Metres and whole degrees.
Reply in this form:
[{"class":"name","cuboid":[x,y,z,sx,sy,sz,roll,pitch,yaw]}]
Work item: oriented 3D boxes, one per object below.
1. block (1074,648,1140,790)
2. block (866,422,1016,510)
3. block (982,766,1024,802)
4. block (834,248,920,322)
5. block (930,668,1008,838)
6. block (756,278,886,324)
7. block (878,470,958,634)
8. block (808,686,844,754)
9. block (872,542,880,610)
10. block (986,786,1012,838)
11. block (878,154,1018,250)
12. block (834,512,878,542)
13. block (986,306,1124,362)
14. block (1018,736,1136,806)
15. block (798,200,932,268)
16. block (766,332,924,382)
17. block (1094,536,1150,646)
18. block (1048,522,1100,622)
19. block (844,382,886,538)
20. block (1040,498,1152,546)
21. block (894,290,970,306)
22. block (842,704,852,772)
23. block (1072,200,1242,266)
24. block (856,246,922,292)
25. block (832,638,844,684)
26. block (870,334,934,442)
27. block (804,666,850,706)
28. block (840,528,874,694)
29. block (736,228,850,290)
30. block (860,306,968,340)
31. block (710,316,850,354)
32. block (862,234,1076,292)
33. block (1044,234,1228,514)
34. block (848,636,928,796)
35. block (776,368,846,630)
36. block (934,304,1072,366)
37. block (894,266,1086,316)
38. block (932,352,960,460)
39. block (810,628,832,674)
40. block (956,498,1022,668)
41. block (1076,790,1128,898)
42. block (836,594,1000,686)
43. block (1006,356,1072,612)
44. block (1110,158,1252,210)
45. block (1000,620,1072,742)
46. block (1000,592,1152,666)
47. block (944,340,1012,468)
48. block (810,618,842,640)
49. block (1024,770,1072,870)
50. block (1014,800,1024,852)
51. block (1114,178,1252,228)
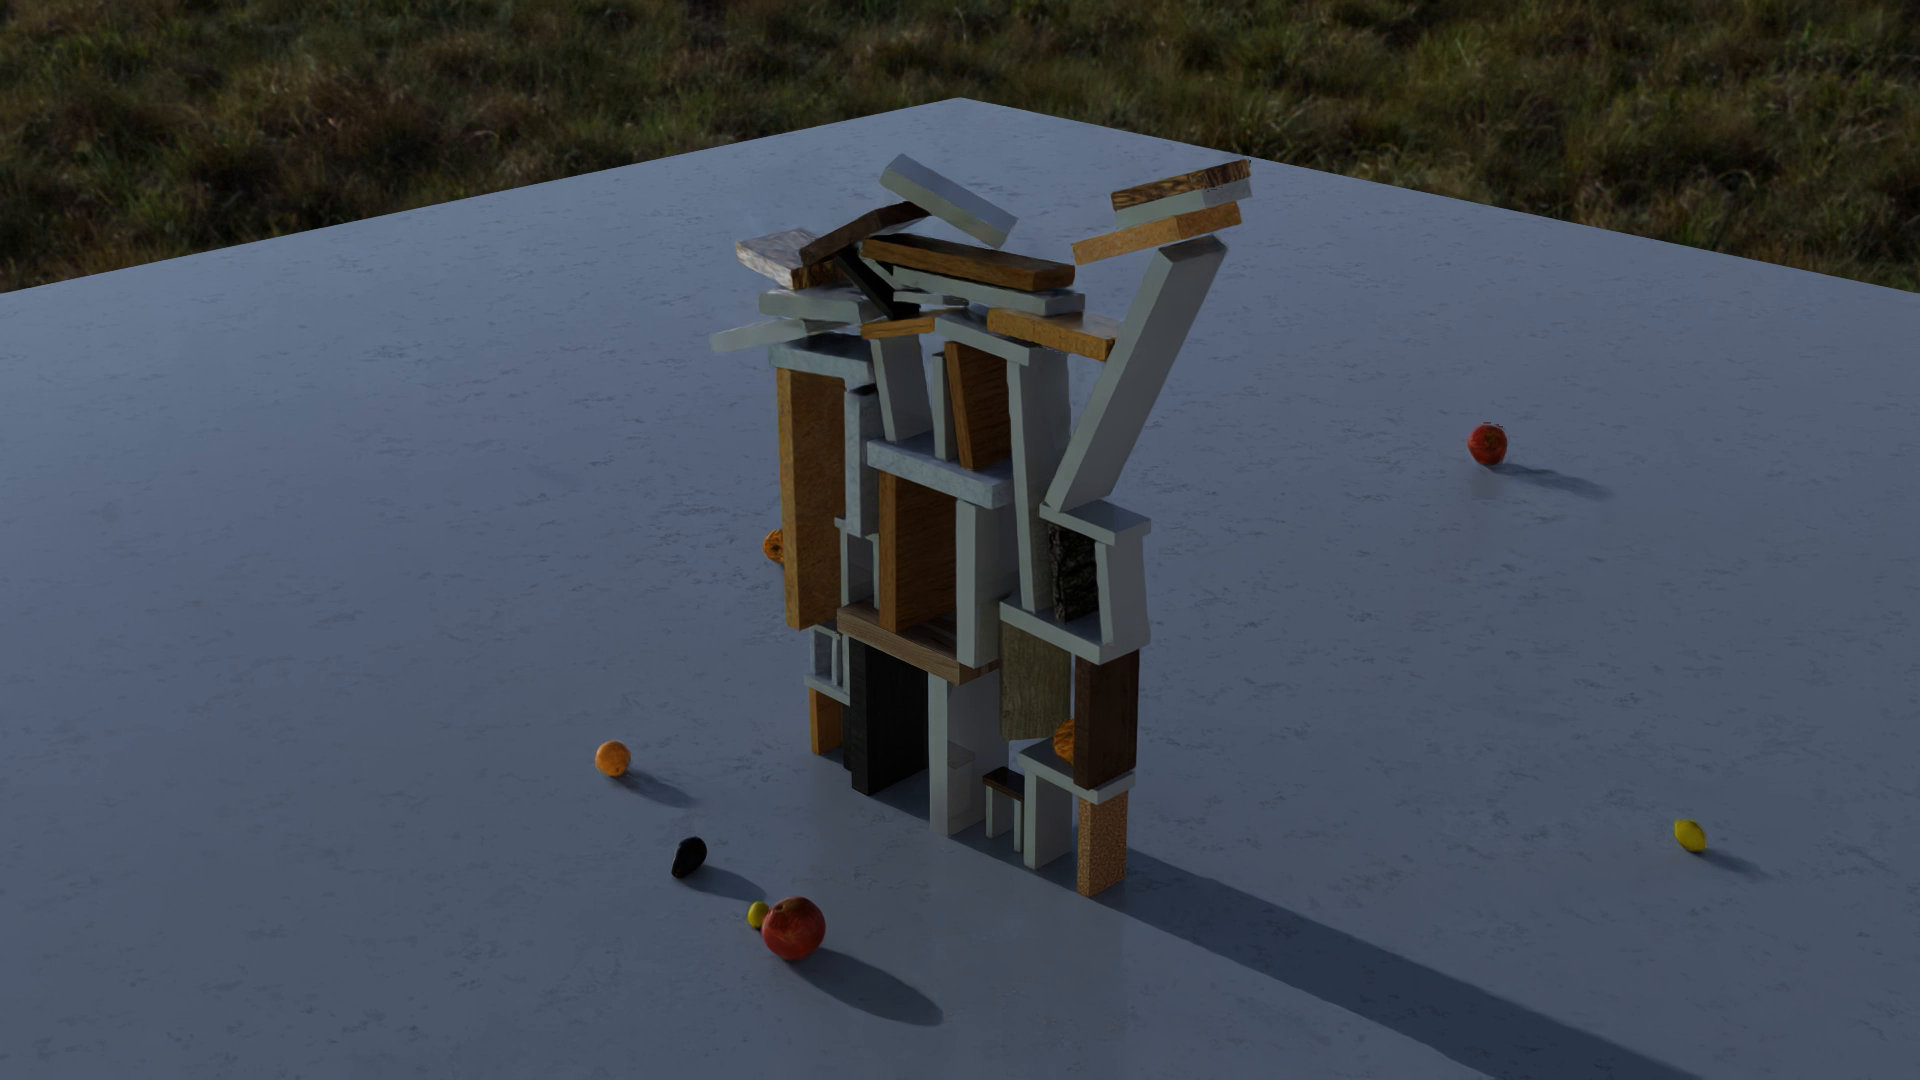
[{"class":"block","cuboid":[0.270,0.318,4.062,0.132,0.265,0.037,-20,30,-39]},{"class":"block","cuboid":[-0.001,-0.144,4.162,0.334,0.047,0.167,21,31,41]},{"class":"block","cuboid":[0.105,0.480,4.314,0.115,0.016,0.058,21,31,41]},{"class":"block","cuboid":[-0.157,-0.486,4.167,0.068,0.019,0.178,-22,59,-39]},{"class":"block","cuboid":[0.019,0.400,4.372,0.174,0.348,0.049,-21,31,-41]},{"class":"block","cuboid":[-0.243,-0.470,4.280,0.294,0.042,0.147,11,27,44]},{"class":"block","cuboid":[-0.082,0.001,4.312,0.167,0.334,0.047,-21,32,-41]},{"class":"block","cuboid":[-0.283,0.373,4.685,0.022,0.153,0.077,20,30,41]},{"class":"block","cuboid":[-0.140,0.062,4.411,0.020,0.144,0.072,19,29,40]},{"class":"block","cuboid":[0.078,0.530,4.365,0.016,0.115,0.058,21,31,41]},{"class":"block","cuboid":[-0.020,-0.636,4.127,0.256,0.036,0.128,29,24,-1]},{"class":"block","cuboid":[-0.176,-0.028,4.411,0.144,0.020,0.072,21,30,40]},{"class":"block","cuboid":[0.195,-0.369,3.865,0.275,0.039,0.138,20,24,40]},{"class":"block","cuboid":[0.220,0.434,4.166,0.104,0.030,0.209,-20,30,-39]},{"class":"block","cuboid":[-0.184,-0.588,4.207,0.128,0.036,0.256,-22,3,-40]},{"class":"block","cuboid":[-0.228,-0.363,4.330,0.293,0.042,0.147,13,25,43]},{"class":"block","cuboid":[0.290,0.084,3.934,0.094,0.189,0.027,-21,23,-39]},{"class":"block","cuboid":[0.210,0.047,4.021,0.095,0.189,0.027,-20,23,-38]},{"class":"block","cuboid":[-0.157,-0.164,4.331,0.147,0.293,0.042,-20,30,-41]},{"class":"block","cuboid":[0.242,-0.040,3.946,0.094,0.027,0.189,-20,30,-38]},{"class":"block","cuboid":[-0.053,-0.450,4.086,0.068,0.019,0.136,-7,12,-43]},{"class":"block","cuboid":[-0.210,0.402,4.618,0.076,0.153,0.022,-21,30,-41]},{"class":"block","cuboid":[0.327,-0.513,3.681,0.138,0.039,0.275,-19,8,-34]},{"class":"block","cuboid":[-0.128,-0.513,4.162,0.068,0.019,0.136,-13,45,-43]},{"class":"block","cuboid":[-0.244,0.245,4.599,0.015,0.104,0.052,22,30,39]},{"class":"block","cuboid":[-0.111,-0.298,4.211,0.099,0.199,0.028,-21,18,-41]},{"class":"block","cuboid":[-0.248,0.306,4.619,0.077,0.022,0.153,-21,31,-41]},{"class":"block","cuboid":[-0.209,0.138,4.518,0.020,0.367,0.072,21,31,40]},{"class":"block","cuboid":[-0.329,-0.570,4.445,0.147,0.042,0.294,-16,24,-23]},{"class":"block","cuboid":[-0.086,-0.408,4.136,0.099,0.028,0.199,-21,14,-40]},{"class":"block","cuboid":[-0.351,-0.434,4.483,0.147,0.042,0.403,-20,10,-31]},{"class":"block","cuboid":[0.012,-0.513,4.046,0.394,0.036,0.128,16,20,34]},{"class":"block","cuboid":[0.298,-0.278,3.798,0.138,0.567,0.039,-20,56,-39]},{"class":"block","cuboid":[-0.145,0.336,4.523,0.049,0.348,0.174,21,31,41]},{"class":"block","cuboid":[-0.297,-0.097,4.511,0.042,0.562,0.147,20,30,41]},{"class":"block","cuboid":[0.078,-0.372,3.978,0.236,0.033,0.118,23,31,39]},{"class":"block","cuboid":[0.050,-0.460,4.007,0.375,0.031,0.108,18,23,40]},{"class":"block","cuboid":[-0.004,-0.259,4.115,0.099,0.199,0.028,-20,27,-41]},{"class":"block","cuboid":[-0.292,0.226,4.643,0.015,0.104,0.052,23,32,39]},{"class":"block","cuboid":[0.071,0.062,4.170,0.167,0.334,0.047,-21,31,-40]},{"class":"block","cuboid":[0.270,0.564,4.165,0.104,0.209,0.030,-21,31,-40]},{"class":"block","cuboid":[-0.063,0.185,4.370,0.174,0.049,0.348,-21,31,-41]},{"class":"block","cuboid":[0.154,-0.109,4.023,0.118,0.474,0.033,-20,25,-37]},{"class":"block","cuboid":[0.360,-0.581,3.602,0.108,0.031,0.216,-20,10,-37]},{"class":"block","cuboid":[0.144,0.254,4.212,0.132,0.265,0.037,-4,23,-8]},{"class":"block","cuboid":[0.211,0.152,4.066,0.132,0.037,0.265,-19,30,-37]},{"class":"block","cuboid":[0.041,-0.262,4.070,0.118,0.236,0.033,-22,21,-39]},{"class":"block","cuboid":[-0.267,0.180,4.595,0.104,0.015,0.052,20,30,40]},{"class":"block","cuboid":[0.172,0.524,4.259,0.104,0.209,0.030,-21,31,-40]},{"class":"block","cuboid":[0.132,0.551,4.315,0.016,0.115,0.058,21,31,41]},{"class":"block","cuboid":[0.363,-0.551,3.603,0.108,0.031,0.216,-19,9,-35]}]
